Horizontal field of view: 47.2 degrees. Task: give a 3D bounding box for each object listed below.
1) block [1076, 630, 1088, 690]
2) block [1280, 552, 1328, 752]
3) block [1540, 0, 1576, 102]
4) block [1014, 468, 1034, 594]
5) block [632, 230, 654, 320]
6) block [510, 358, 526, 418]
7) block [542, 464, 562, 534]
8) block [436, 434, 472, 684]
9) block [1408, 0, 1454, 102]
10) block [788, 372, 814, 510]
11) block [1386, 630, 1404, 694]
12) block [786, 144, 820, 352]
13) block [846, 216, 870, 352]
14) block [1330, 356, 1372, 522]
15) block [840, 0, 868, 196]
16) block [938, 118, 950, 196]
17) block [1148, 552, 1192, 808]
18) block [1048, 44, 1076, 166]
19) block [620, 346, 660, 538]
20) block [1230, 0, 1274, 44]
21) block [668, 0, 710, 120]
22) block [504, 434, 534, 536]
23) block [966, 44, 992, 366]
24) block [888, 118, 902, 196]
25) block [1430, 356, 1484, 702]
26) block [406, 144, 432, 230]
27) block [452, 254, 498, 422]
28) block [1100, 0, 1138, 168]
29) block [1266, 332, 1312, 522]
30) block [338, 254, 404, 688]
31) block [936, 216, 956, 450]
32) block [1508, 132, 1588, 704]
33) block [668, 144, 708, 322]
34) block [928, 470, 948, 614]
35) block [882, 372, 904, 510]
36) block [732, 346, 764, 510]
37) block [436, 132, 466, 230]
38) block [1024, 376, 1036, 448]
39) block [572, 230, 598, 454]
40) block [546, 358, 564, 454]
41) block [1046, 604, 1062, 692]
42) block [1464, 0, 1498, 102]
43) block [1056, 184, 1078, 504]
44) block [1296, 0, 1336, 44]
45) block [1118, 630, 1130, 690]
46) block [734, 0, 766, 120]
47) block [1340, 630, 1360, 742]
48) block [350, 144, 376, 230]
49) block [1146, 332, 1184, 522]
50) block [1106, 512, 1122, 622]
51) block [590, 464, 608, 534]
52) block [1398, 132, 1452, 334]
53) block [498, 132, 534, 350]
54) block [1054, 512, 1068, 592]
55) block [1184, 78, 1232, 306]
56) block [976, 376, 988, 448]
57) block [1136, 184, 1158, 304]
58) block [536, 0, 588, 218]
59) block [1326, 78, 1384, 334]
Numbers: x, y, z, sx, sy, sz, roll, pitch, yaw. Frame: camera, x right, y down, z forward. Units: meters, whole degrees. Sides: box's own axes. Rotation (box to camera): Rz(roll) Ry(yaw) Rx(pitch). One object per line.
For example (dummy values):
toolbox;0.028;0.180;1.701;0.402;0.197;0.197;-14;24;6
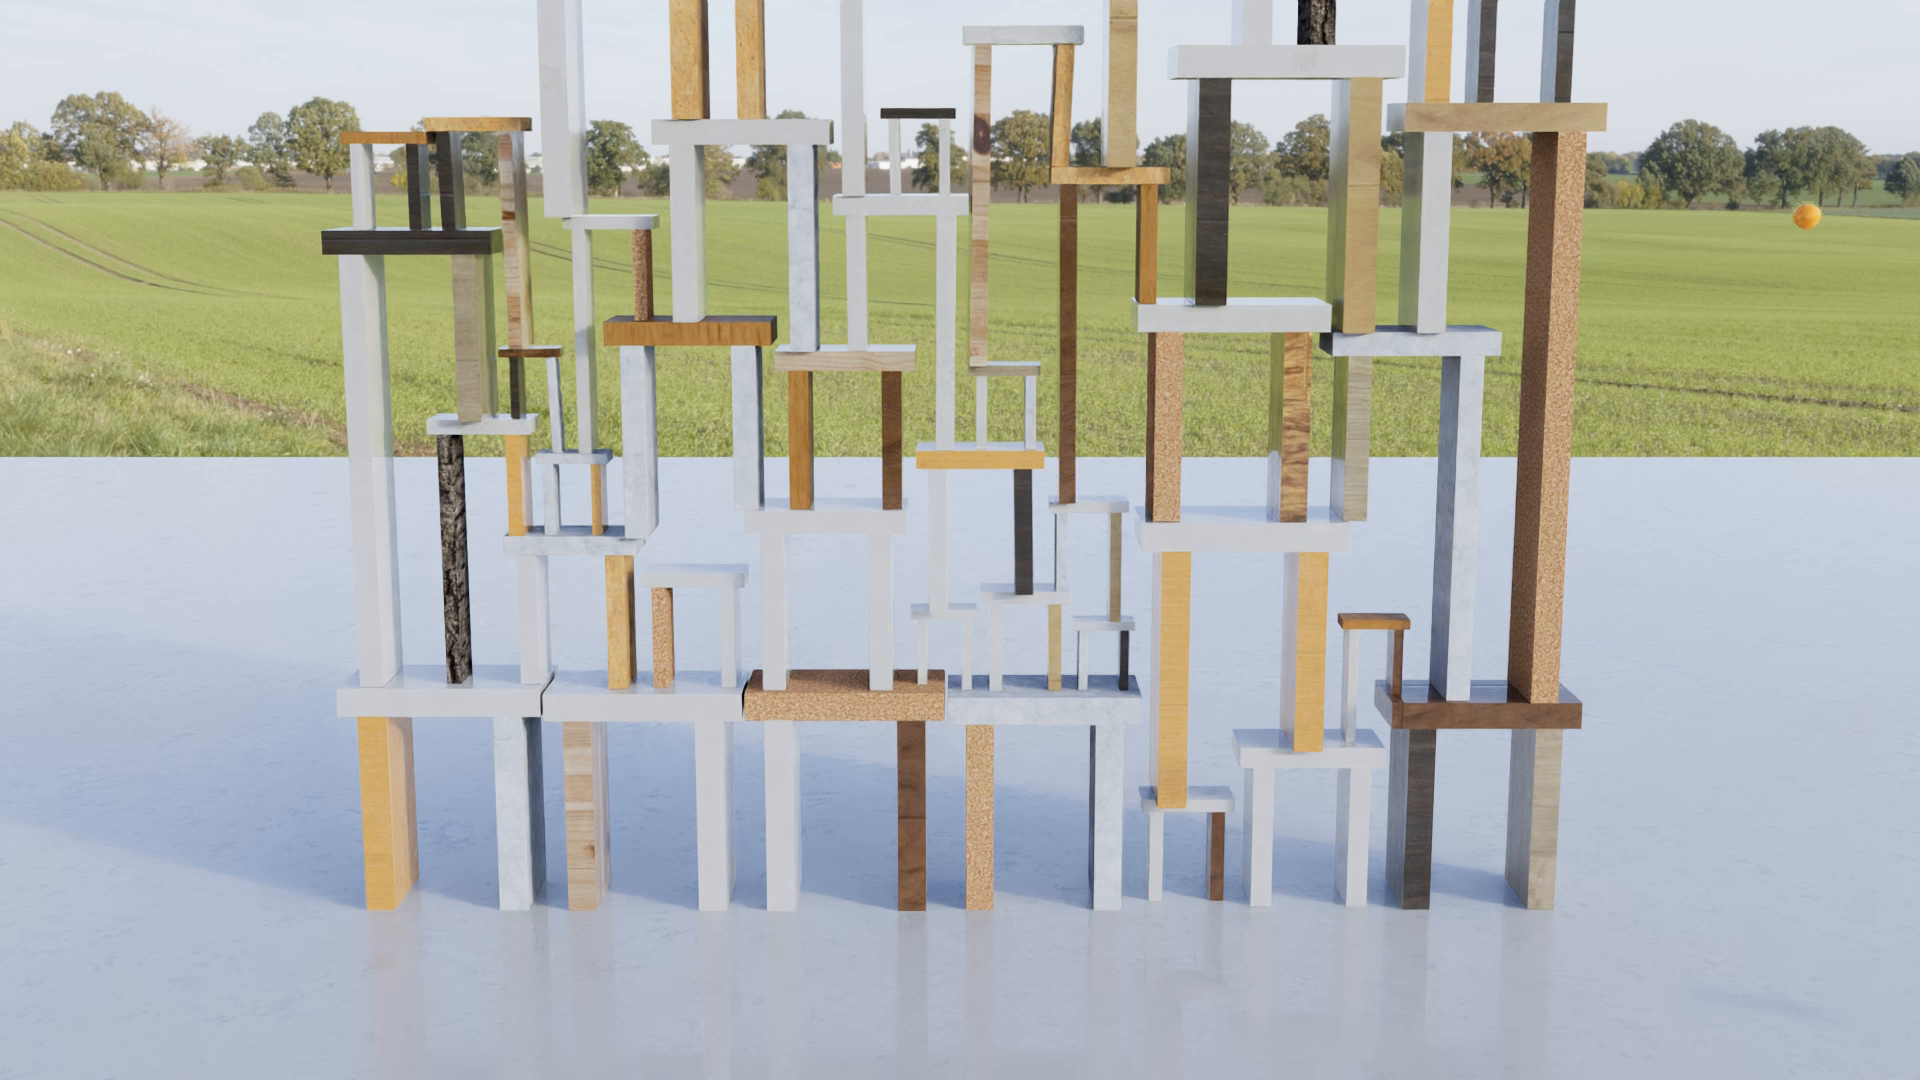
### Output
block;0.200;0.191;3.591;0.014;0.100;0.050;0;11;0
block;0.561;0.165;3.591;0.046;0.328;0.164;0;10;0
block;0.929;-0.771;3.418;0.025;0.179;0.090;0;11;0
block;0.102;-0.022;3.551;0.029;0.203;0.102;-1;11;1
block;-0.502;-0.422;3.486;0.020;0.142;0.071;0;11;0
block;-0.706;-0.246;3.513;0.014;0.097;0.049;0;11;1
block;-0.657;-0.070;3.544;0.016;0.114;0.057;0;11;0
block;-0.818;0.025;3.560;0.023;0.406;0.082;0;11;0
block;0.730;-0.857;3.399;0.038;0.355;0.135;0;11;0
block;-0.255;-0.167;3.529;0.031;0.221;0.110;0;11;0
block;0.711;0.194;3.598;0.015;0.109;0.054;0;11;0
block;-0.246;-0.463;3.475;0.039;0.319;0.136;0;11;0
block;-0.162;-0.410;3.483;0.030;0.211;0.105;0;11;0
block;0.626;-0.170;3.527;0.037;0.263;0.131;0;10;0
block;-0.165;-0.719;3.427;0.034;0.359;0.121;0;11;0
block;-0.023;-0.600;3.446;0.017;0.117;0.058;0;11;2
block;0.343;0.212;3.599;0.046;0.422;0.164;0;11;0
block;0.158;-0.679;3.437;0.026;0.186;0.093;2;10;-3
block;-0.514;-0.165;3.530;0.037;0.306;0.131;0;11;0
block;0.452;-0.917;3.385;0.043;0.307;0.153;0;11;0
block;-0.420;-0.804;3.409;0.042;0.299;0.149;0;11;0
block;-0.708;-0.094;3.536;0.023;0.164;0.082;0;11;0
block;0.030;-0.527;3.467;0.026;0.497;0.093;0;11;-3
block;-0.101;-0.600;3.448;0.017;0.117;0.058;-1;11;1
block;0.801;-0.026;3.553;0.037;0.557;0.131;0;11;0
block;-0.850;-0.555;3.456;0.019;0.131;0.066;0;11;0
block;-0.770;-0.326;3.496;0.037;0.261;0.131;0;11;0
block;0.247;-0.826;3.400;0.043;0.491;0.153;0;11;0
block;0.528;-0.190;3.527;0.043;0.301;0.150;0;11;0
block;-0.945;-0.115;3.535;0.037;0.690;0.131;0;11;0
block;-0.023;-0.332;3.497;0.030;0.369;0.105;0;11;0
block;0.937;-0.195;3.520;0.044;0.902;0.154;0;11;0
block;-0.428;-0.486;3.470;0.039;0.273;0.136;0;11;0
block;-0.035;-0.006;3.555;0.029;0.235;0.102;0;11;0
block;-0.107;-0.167;3.529;0.031;0.221;0.110;0;11;0
block;-0.339;-0.187;3.526;0.037;0.261;0.131;0;11;0
block;-0.801;-0.566;3.460;0.021;0.150;0.075;-1;11;0
block;0.112;-0.208;3.519;0.016;0.116;0.058;0;11;1
block;-0.597;-0.318;3.507;0.020;0.355;0.071;0;11;0
block;-0.648;-0.219;3.522;0.014;0.154;0.049;-2;10;-2
block;0.154;0.168;3.594;0.020;0.144;0.072;0;11;0
block;0.810;-0.771;3.419;0.025;0.179;0.090;0;11;0
block;0.170;-0.313;3.499;0.026;0.502;0.092;0;11;0
block;0.552;-0.899;3.392;0.038;0.269;0.135;0;11;0
block;0.267;0.191;3.591;0.014;0.100;0.050;0;11;0
block;-0.325;-0.777;3.415;0.034;0.242;0.121;0;11;0
block;0.639;0.233;3.606;0.015;0.189;0.054;0;11;0
block;-0.938;-0.555;3.456;0.019;0.131;0.066;0;11;0
block;0.327;-0.190;3.527;0.043;0.301;0.150;0;11;0
block;0.250;0.039;3.568;0.018;0.179;0.064;0;11;0
block;-0.581;-0.070;3.544;0.016;0.114;0.057;0;11;0
block;0.732;-0.487;3.465;0.044;0.308;0.154;0;11;0
block;-0.700;-0.473;3.469;0.021;0.337;0.075;0;10;4
block;0.164;0.014;3.563;0.018;0.129;0.064;0;11;0
block;0.388;-0.549;3.460;0.049;0.346;0.173;0;11;0
block;0.035;-0.208;3.520;0.016;0.116;0.058;0;11;1
block;0.294;-0.469;3.467;0.026;0.184;0.092;0;11;0
block;-0.619;-0.731;3.422;0.042;0.448;0.149;0;10;1
block;0.619;-0.528;3.464;0.049;0.389;0.173;0;11;0
